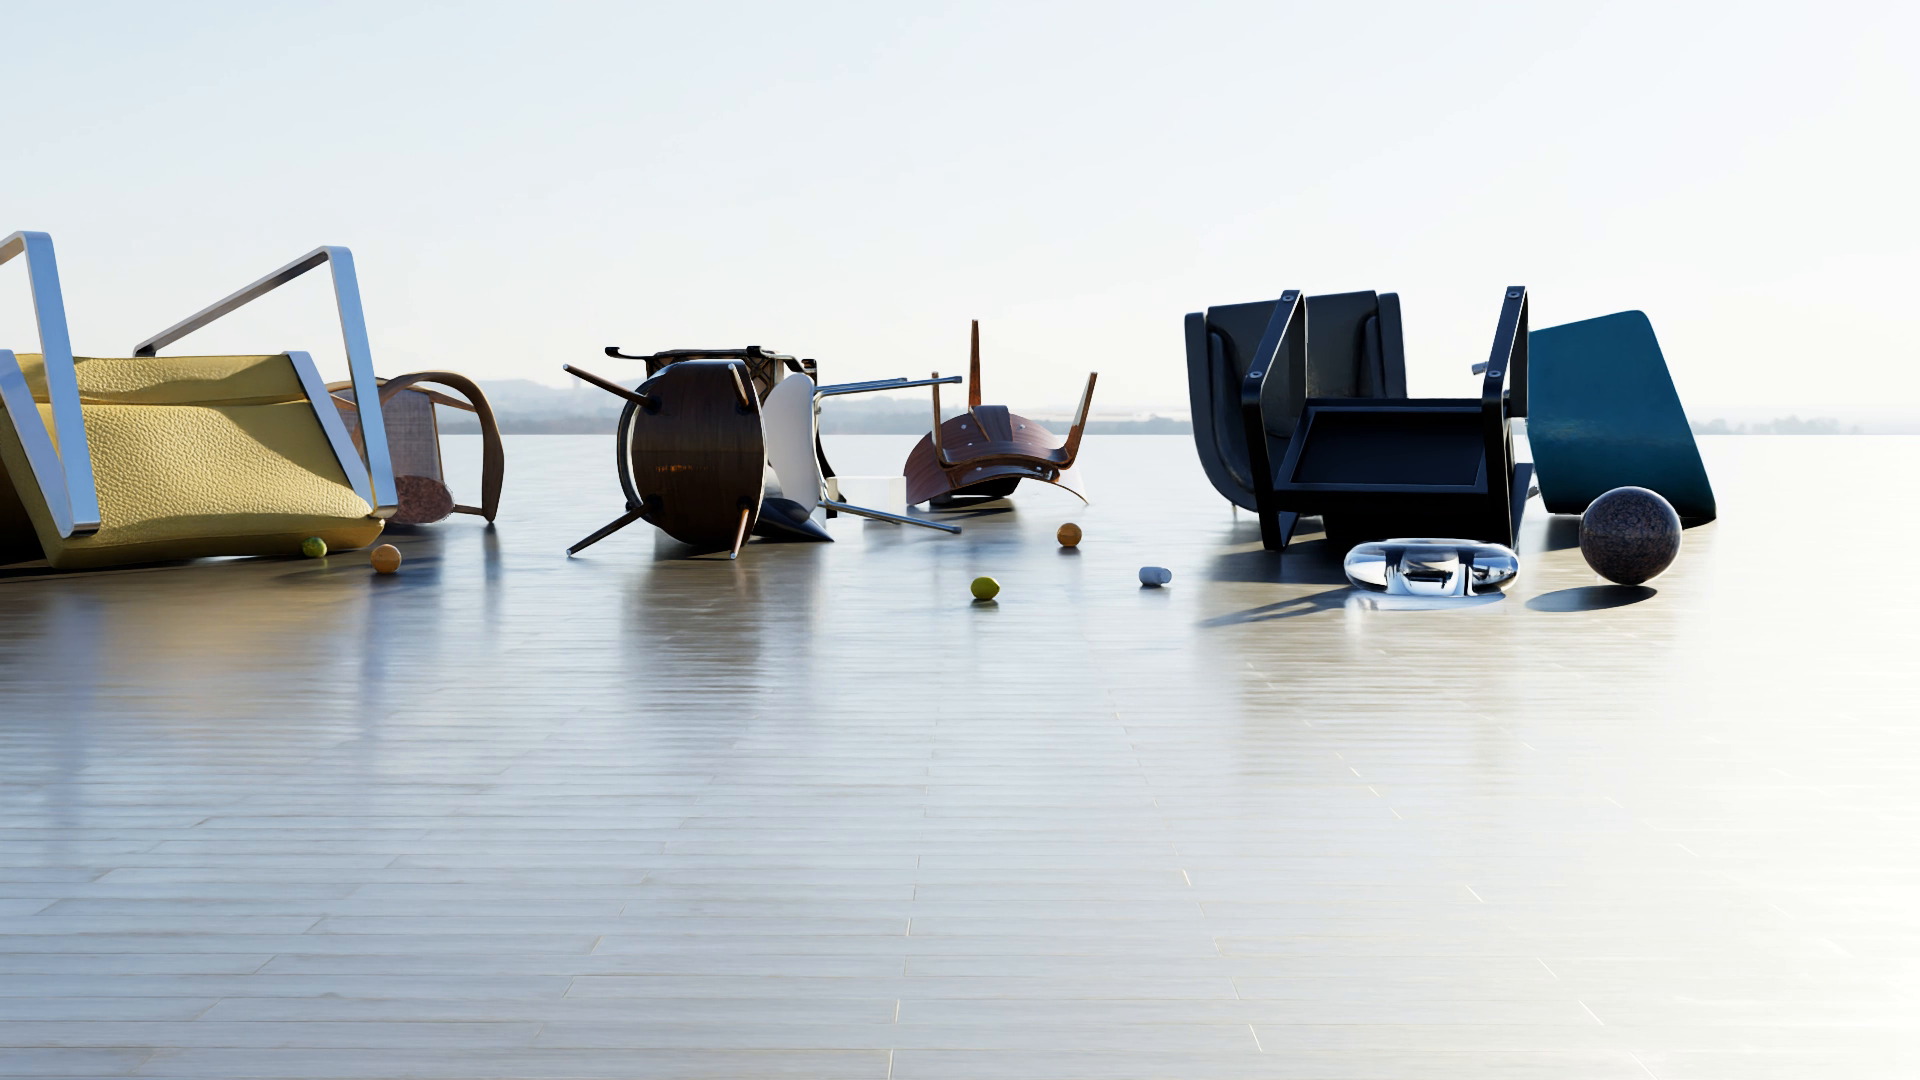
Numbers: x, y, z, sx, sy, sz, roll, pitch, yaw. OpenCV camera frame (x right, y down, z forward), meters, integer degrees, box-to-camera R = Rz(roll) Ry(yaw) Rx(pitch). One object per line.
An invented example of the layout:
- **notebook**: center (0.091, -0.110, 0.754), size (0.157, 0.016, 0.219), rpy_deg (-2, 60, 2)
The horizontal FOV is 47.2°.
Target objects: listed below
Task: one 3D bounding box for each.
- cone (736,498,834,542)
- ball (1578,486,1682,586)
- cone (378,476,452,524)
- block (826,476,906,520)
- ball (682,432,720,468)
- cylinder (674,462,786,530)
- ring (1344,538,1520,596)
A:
- **cone**: center (-0.466, -0.031, 6.560), size (0.277, 0.123, 0.297), rpy_deg (20, 13, 40)
- **ball**: center (1.533, -0.010, 5.030), size (0.227, 0.227, 0.227), rpy_deg (0, 4, 0)
- **cone**: center (-1.838, -0.099, 7.395), size (0.242, 0.172, 0.223), rpy_deg (4, -19, -16)
- **block**: center (-0.325, -0.145, 7.619), size (0.229, 0.143, 0.174), rpy_deg (1, 4, 19)
- **ball**: center (-1.408, -0.478, 11.948), size (0.213, 0.213, 0.213), rpy_deg (0, 4, 0)
- **cylinder**: center (-0.741, -0.143, 7.095), size (0.255, 0.211, 0.253), rpy_deg (-4, 2, 31)
- **ring**: center (1.047, 0.059, 4.887), size (0.370, 0.113, 0.397), rpy_deg (-2, 3, -34)
